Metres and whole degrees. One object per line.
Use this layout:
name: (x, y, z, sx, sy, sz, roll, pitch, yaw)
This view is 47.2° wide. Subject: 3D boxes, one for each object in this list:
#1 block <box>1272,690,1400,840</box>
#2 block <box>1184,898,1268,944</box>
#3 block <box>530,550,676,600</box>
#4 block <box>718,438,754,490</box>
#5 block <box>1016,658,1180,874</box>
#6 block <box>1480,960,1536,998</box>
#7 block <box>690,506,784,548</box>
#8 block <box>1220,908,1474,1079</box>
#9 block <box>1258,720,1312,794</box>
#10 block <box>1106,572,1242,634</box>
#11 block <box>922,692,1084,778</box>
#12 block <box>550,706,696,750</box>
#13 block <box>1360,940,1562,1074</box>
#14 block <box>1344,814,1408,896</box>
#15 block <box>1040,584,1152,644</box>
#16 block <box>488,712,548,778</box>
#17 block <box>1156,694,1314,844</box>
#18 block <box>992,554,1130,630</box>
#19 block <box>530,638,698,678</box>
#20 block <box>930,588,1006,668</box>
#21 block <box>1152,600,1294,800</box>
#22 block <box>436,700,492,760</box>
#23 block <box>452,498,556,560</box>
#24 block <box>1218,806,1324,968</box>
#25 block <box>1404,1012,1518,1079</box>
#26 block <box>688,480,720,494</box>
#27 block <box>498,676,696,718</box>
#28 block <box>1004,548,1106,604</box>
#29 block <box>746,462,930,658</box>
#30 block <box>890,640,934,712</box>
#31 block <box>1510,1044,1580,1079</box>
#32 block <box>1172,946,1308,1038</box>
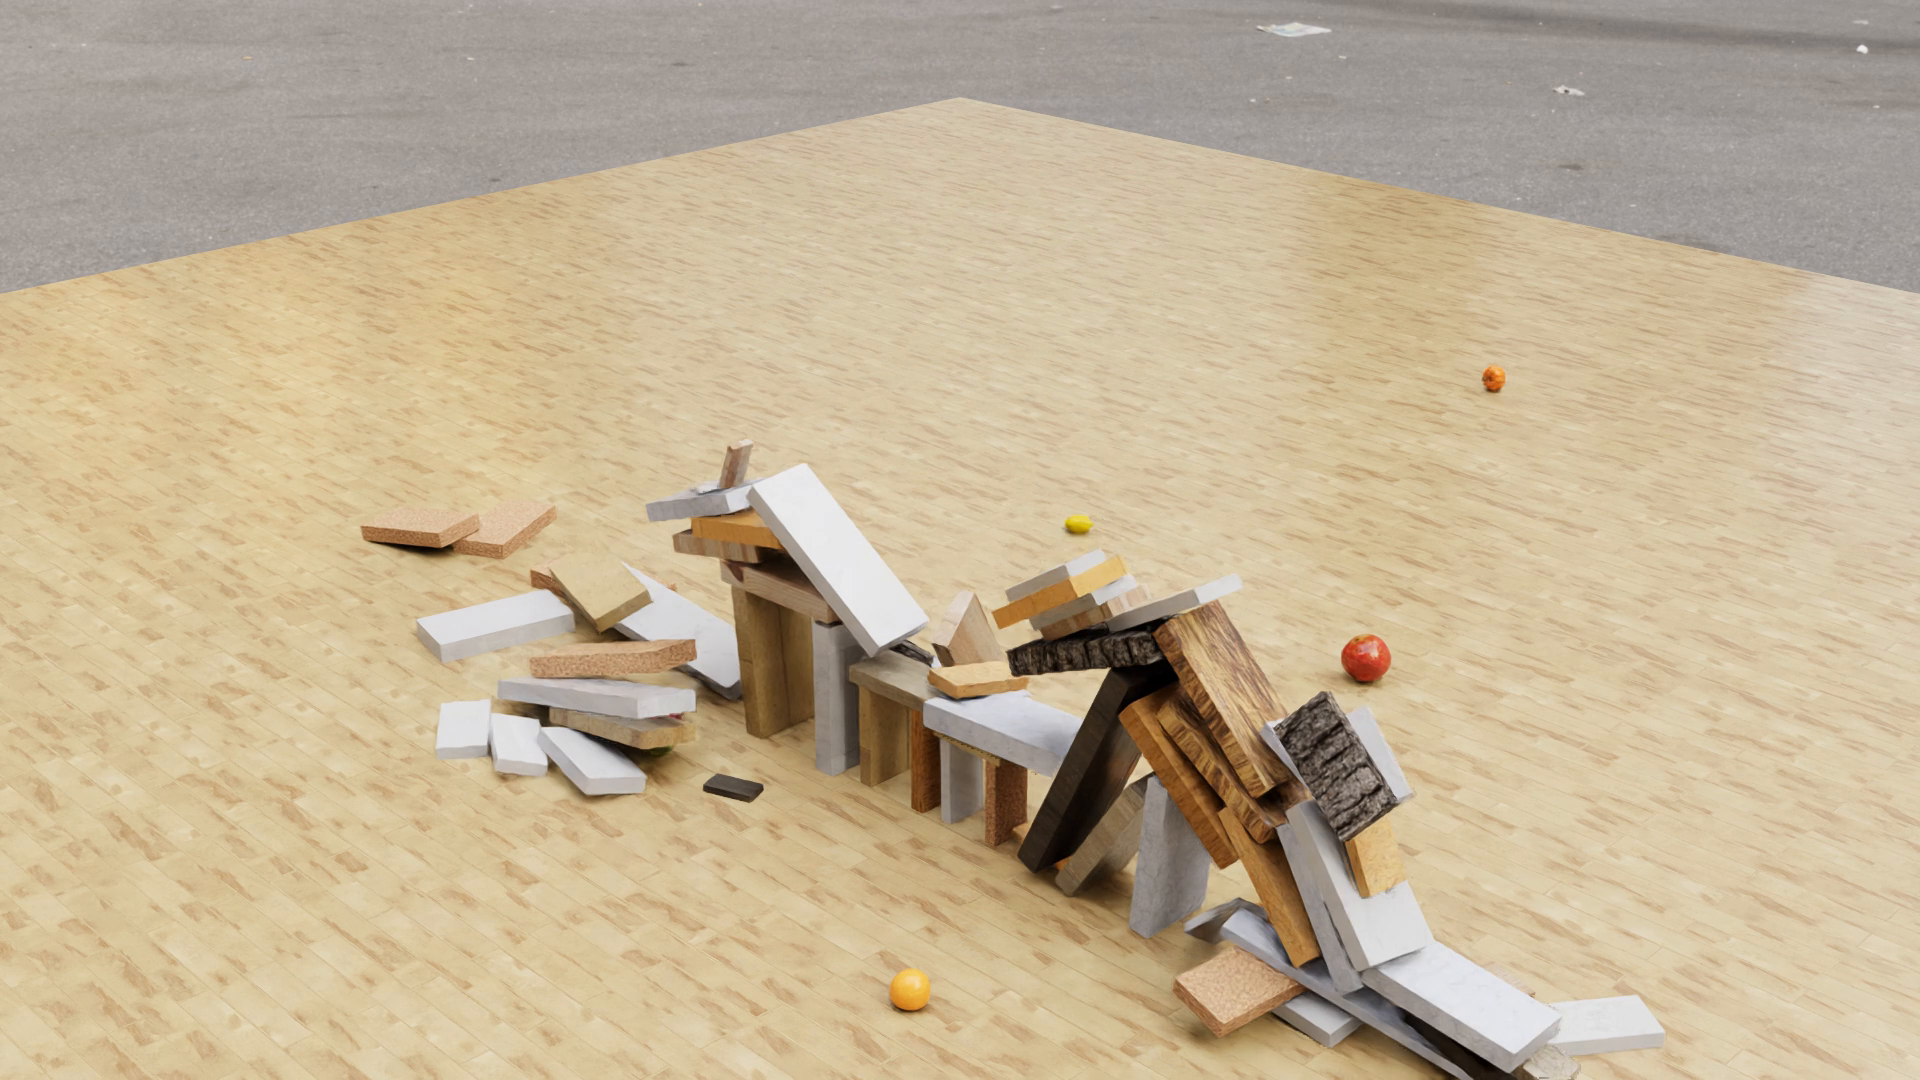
block: (0.612, 0.367, 3.582, 0.031, 0.109, 0.219, 10, 45, -53)
block: (0.478, 0.686, 3.959, 0.072, 0.143, 0.020, 26, 49, -27)
block: (-0.884, 0.110, 5.441, 0.347, 0.047, 0.165, 17, 28, 35)
block: (-0.477, -0.161, 4.685, 0.056, 0.112, 0.016, -21, 52, -40)
block: (0.264, 0.410, 4.095, 0.178, 0.501, 0.050, -19, 53, -42)
block: (0.873, 0.804, 3.826, 0.233, 0.031, 0.109, -12, 26, -27)
block: (-0.420, -0.035, 4.659, 0.150, 0.043, 0.301, -21, 18, -39)
block: (0.680, 0.778, 3.737, 0.517, 0.020, 0.072, 29, 34, 24)
block: (0.602, 0.378, 3.745, 0.093, 0.026, 0.185, -5, 43, -40)
block: (0.375, 0.112, 3.877, 0.102, 0.029, 0.268, -19, -2, -34)
block: (0.119, 0.368, 4.270, 0.355, 0.050, 0.178, 18, 22, 39)
block: (-0.717, 0.387, 4.652, 0.131, 0.037, 0.342, -6, 10, -44)
block: (0.827, 0.758, 3.637, 0.291, 0.041, 0.145, 29, 36, 36)
block: (0.683, 0.498, 3.668, 0.086, 0.173, 0.024, -17, 1, -32)
block: (0.245, 0.134, 4.001, 0.102, 0.029, 0.203, -24, -1, -38)
block: (-0.938, 0.434, 4.662, 0.106, 0.030, 0.211, 10, 19, -20)
block: (0.492, 0.388, 3.865, 0.148, 0.042, 0.297, -15, 55, -38)
block: (0.181, 0.096, 3.992, 0.130, 0.037, 0.261, -24, -1, -35)
block: (-0.767, 0.262, 4.866, 0.330, 0.047, 0.165, -4, 6, 26)
block: (0.029, 0.258, 4.629, 0.039, 0.359, 0.136, 15, 61, 25)
block: (0.480, 0.275, 3.839, 0.145, 0.041, 0.337, -21, 75, -41)
block: (-1.072, 0.410, 4.756, 0.106, 0.030, 0.211, -4, 23, -8)
block: (-1.195, -0.031, 5.781, 0.145, 0.041, 0.290, 7, 24, 16)
block: (0.579, 0.583, 3.824, 0.149, 0.042, 0.297, -10, 65, -37)
block: (0.870, 0.841, 3.654, 0.120, 0.034, 0.240, -16, 41, -39)
block: (-0.550, -0.116, 4.765, 0.056, 0.016, 0.112, -17, 6, -18)
block: (-0.785, 0.331, 4.712, 0.145, 0.041, 0.539, -5, 5, -43)
block: (0.171, 0.065, 3.962, 0.093, 0.026, 0.185, -24, -1, -39)
block: (-0.250, 0.038, 4.491, 0.150, 0.043, 0.428, -27, 72, -42)
block: (-0.198, 0.254, 4.823, 0.273, 0.136, 0.039, 29, 15, 23)
block: (0.898, 0.827, 3.625, 0.230, 0.024, 0.086, 33, 37, 28)
block: (0.495, 0.756, 3.777, 0.240, 0.034, 0.120, -19, 44, -33)
